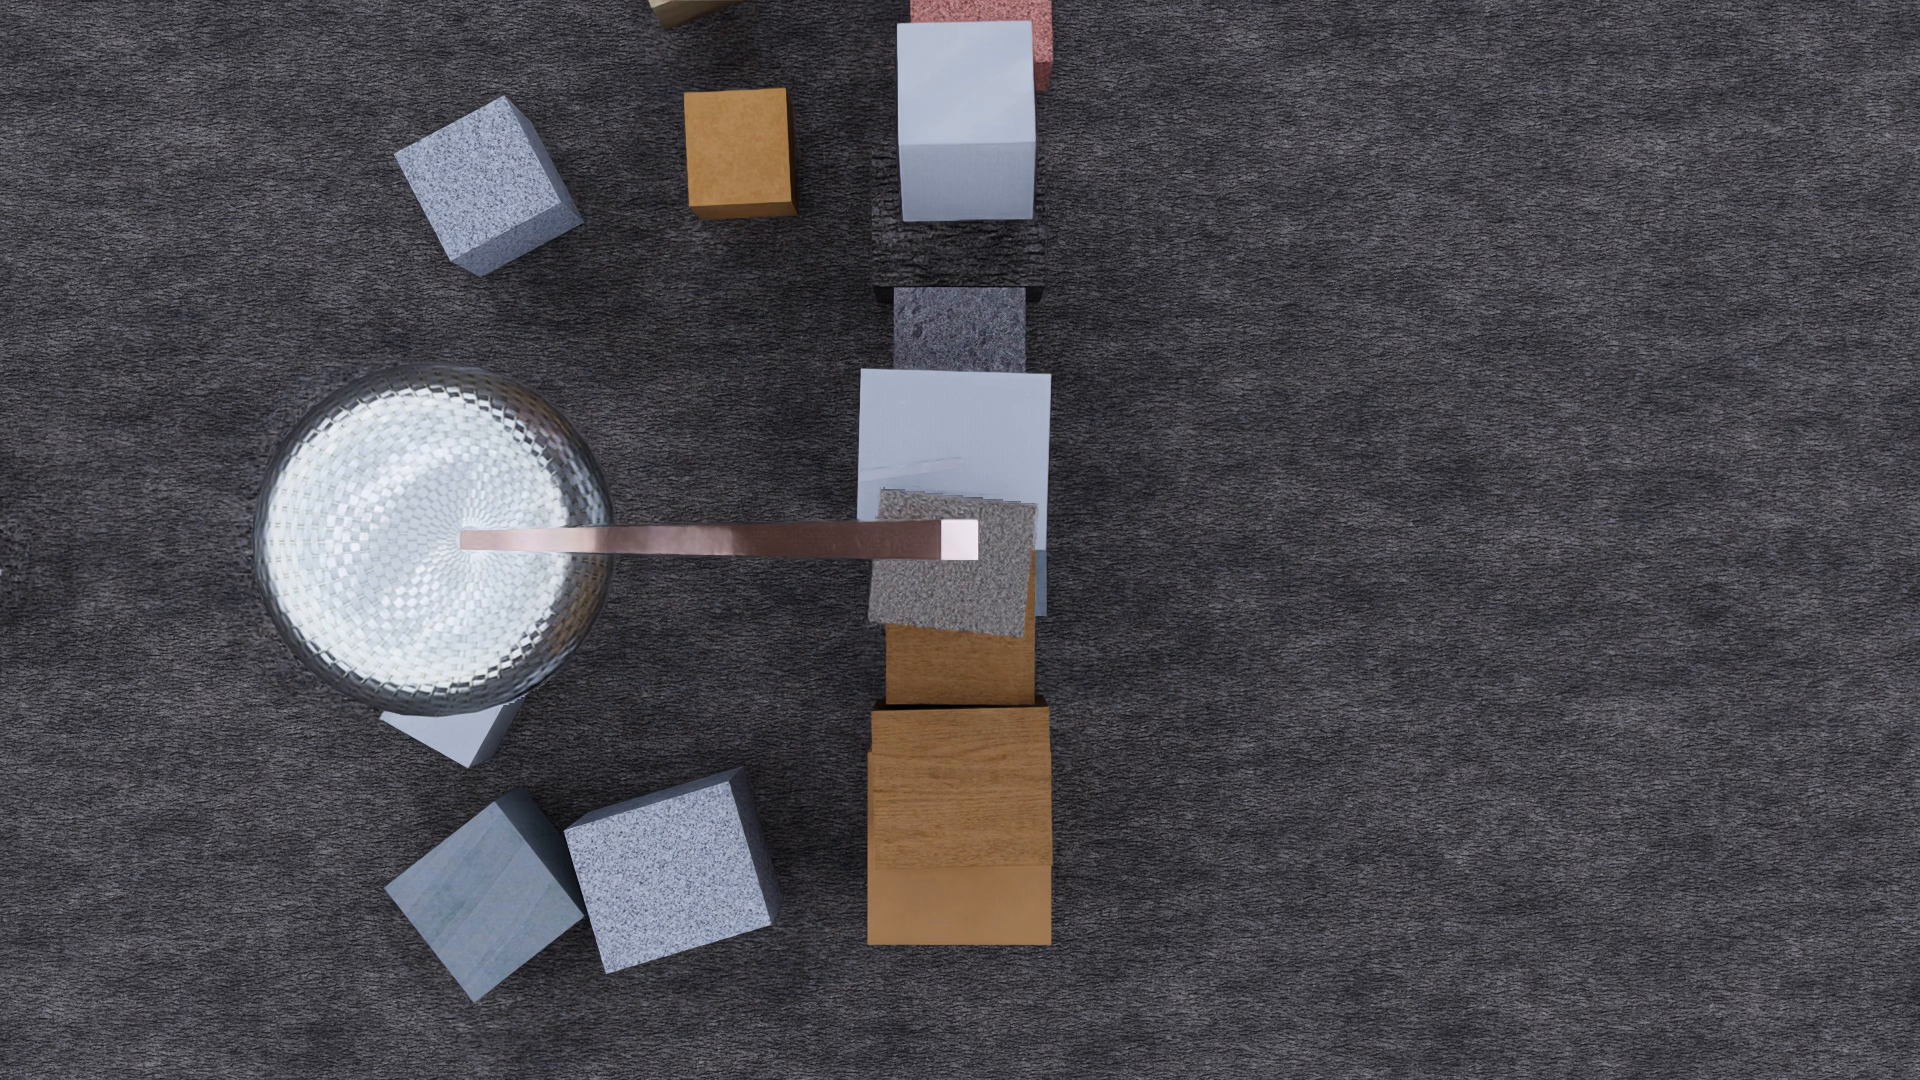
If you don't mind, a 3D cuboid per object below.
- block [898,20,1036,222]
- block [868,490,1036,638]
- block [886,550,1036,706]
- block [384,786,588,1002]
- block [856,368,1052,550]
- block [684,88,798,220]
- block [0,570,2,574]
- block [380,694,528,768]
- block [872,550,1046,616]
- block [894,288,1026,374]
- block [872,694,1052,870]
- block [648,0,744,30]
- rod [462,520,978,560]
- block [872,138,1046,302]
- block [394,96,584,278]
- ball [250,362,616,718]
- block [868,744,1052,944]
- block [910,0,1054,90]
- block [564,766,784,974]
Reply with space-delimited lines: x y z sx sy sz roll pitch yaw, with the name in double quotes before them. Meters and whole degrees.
"block" 0.032 -2.229 11.750 0.704 0.749 0.750 -1 67 0
"block" -0.042 0.119 10.861 0.746 0.778 0.629 6 89 0
"block" 0.003 0.436 11.720 0.765 0.807 0.801 0 92 0
"block" -2.649 2.015 12.622 0.782 0.757 0.814 -38 90 0
"block" -0.033 -0.432 11.674 0.971 0.856 0.900 2 93 0
"block" -1.261 -2.226 12.731 0.579 0.538 0.643 -3 90 0
"block" -6.007 0.270 12.598 0.559 0.583 0.559 36 104 12
"block" -2.880 0.907 12.679 0.568 0.641 0.542 29 90 0
"block" -0.003 -0.062 12.561 0.962 0.877 0.963 0 90 0
"block" -0.002 -0.973 12.548 0.724 0.904 0.834 0 90 0
"block" 0.010 1.263 11.619 0.904 0.874 0.807 -1 90 0
"block" -1.578 -3.387 12.722 0.582 0.556 0.586 -21 90 0
"rod" -1.022 0.000 6.791 0.080 5.200 0.080 0 90 -23
"block" -0.008 -1.815 12.582 0.958 0.837 0.820 0 90 0
"block" -2.685 -2.013 12.618 0.696 0.764 0.674 -28 90 0
"ball" -2.358 0.000 9.918 1.600 1.600 1.600 0 90 0
"block" -0.003 1.692 12.528 1.006 0.945 1.055 0 90 0
"block" 0.113 -3.077 12.610 0.784 0.780 0.862 -2 90 0
"block" -1.620 1.869 12.587 0.955 0.825 0.829 -17 90 0
